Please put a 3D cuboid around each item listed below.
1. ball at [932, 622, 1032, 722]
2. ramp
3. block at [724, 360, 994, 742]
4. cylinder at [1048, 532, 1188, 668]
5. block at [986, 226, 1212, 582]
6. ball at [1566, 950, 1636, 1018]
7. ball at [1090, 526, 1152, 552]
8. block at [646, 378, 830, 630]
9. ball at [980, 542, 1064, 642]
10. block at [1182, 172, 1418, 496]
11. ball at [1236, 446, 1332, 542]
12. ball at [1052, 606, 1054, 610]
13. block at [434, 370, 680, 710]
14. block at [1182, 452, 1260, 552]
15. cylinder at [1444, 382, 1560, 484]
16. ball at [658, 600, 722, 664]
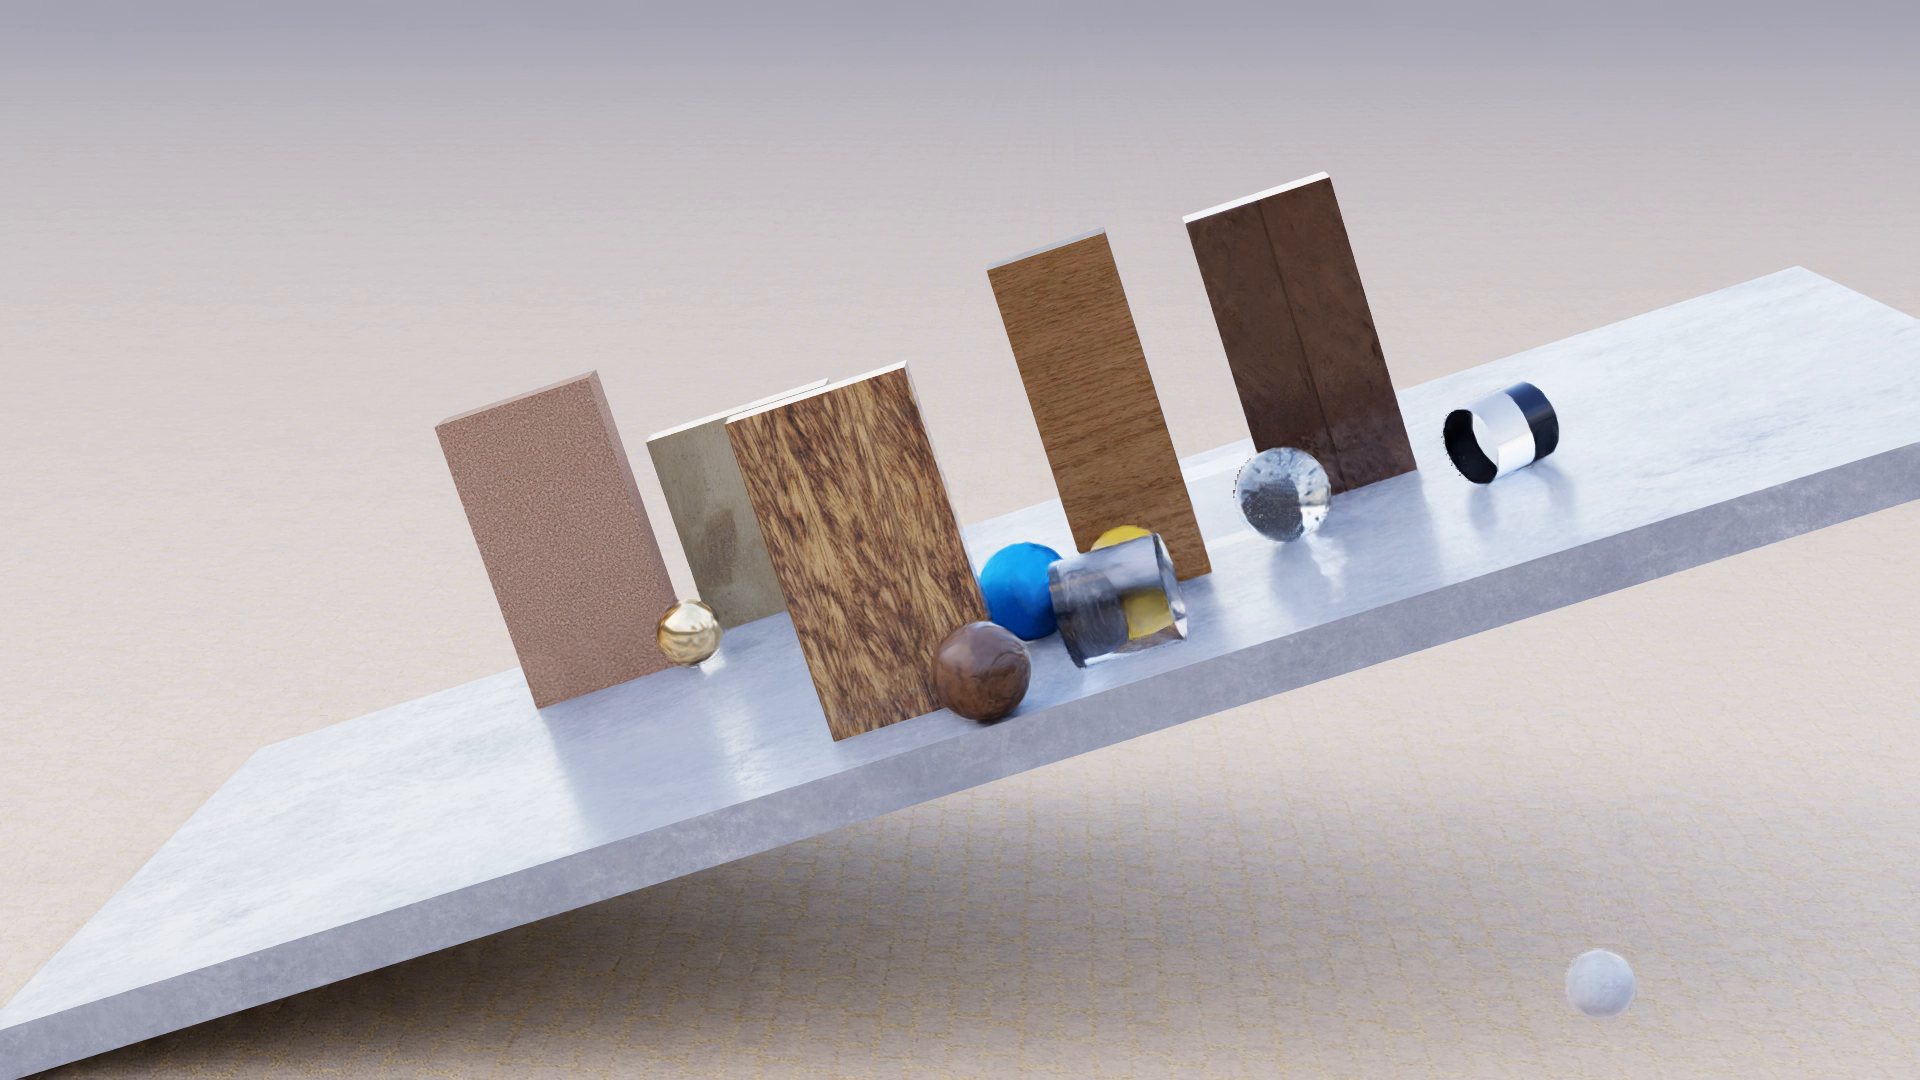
[{"bbox_3d":[0.039,0.239,5.352,0.181,0.181,0.181,0,12,0],"label":"ball"},{"bbox_3d":[0.102,0.182,6.309,4.000,0.100,2.000,-17,11,5],"label":"ramp"},{"bbox_3d":[-0.170,0.023,5.550,0.353,0.641,0.088,-17,11,5],"label":"block"},{"bbox_3d":[0.295,0.113,5.490,0.207,0.207,0.207,-16,8,12],"label":"cylinder"},{"bbox_3d":[0.283,-0.247,5.944,0.246,0.720,0.119,-17,11,5],"label":"block"},{"bbox_3d":[1.078,0.747,4.945,0.113,0.113,0.113,0,12,0],"label":"ball"},{"bbox_3d":[0.335,0.053,5.845,0.164,0.164,0.164,0,12,0],"label":"ball"},{"bbox_3d":[-0.450,-0.080,6.989,0.445,0.486,0.112,-17,11,5],"label":"block"},{"bbox_3d":[0.132,0.102,5.850,0.197,0.197,0.197,0,12,0],"label":"ball"},{"bbox_3d":[0.725,-0.421,6.274,0.315,0.651,0.135,-17,11,5],"label":"block"},{"bbox_3d":[0.657,-0.093,5.970,0.193,0.193,0.193,0,12,0],"label":"ball"},{"bbox_3d":[0.250,0.116,5.729,0.143,0.143,0.143,0,12,0],"label":"ball"},{"bbox_3d":[-0.907,0.000,6.781,0.372,0.695,0.124,-17,11,5],"label":"block"},{"bbox_3d":[0.553,-0.080,6.192,0.152,0.152,0.152,-17,11,7],"label":"block"},{"bbox_3d":[1.093,-0.217,5.942,0.163,0.163,0.163,-24,22,-26],"label":"cylinder"},{"bbox_3d":[-0.611,0.209,6.652,0.148,0.148,0.148,0,12,0],"label":"ball"}]
